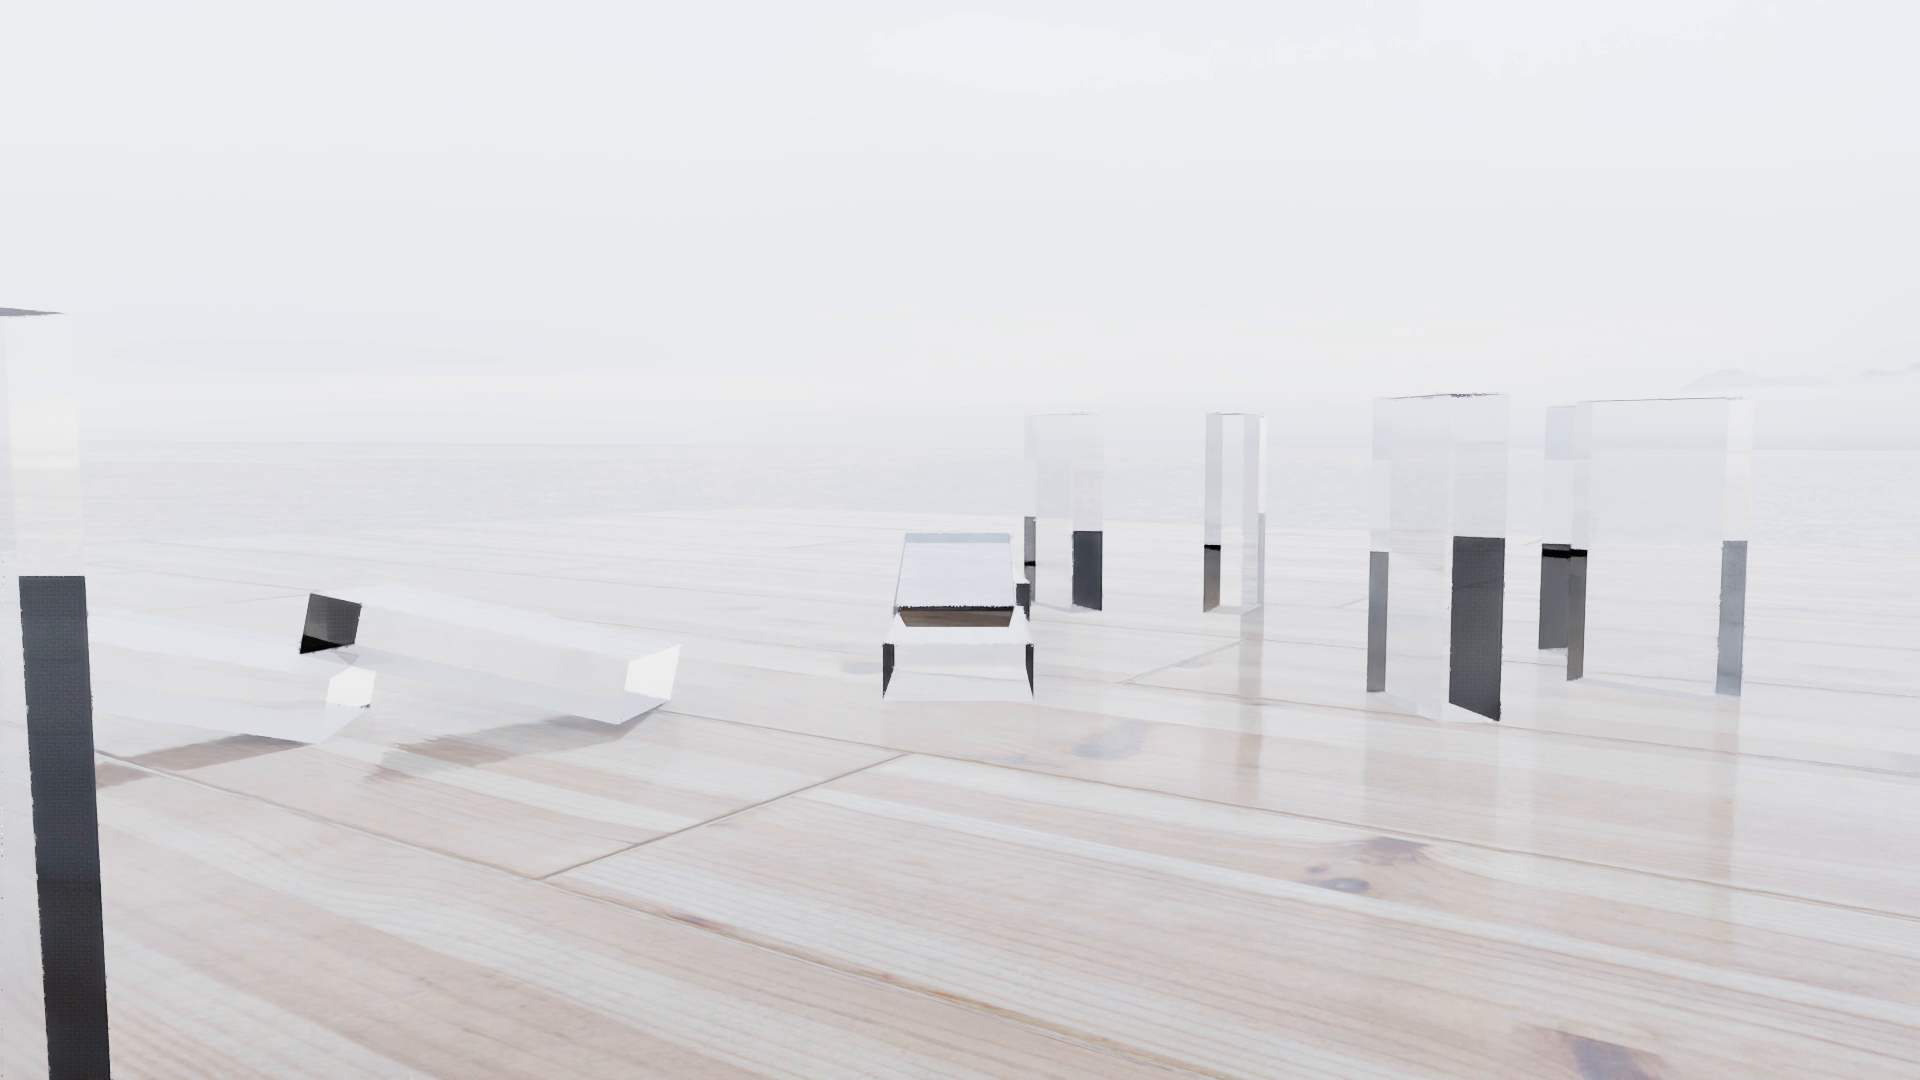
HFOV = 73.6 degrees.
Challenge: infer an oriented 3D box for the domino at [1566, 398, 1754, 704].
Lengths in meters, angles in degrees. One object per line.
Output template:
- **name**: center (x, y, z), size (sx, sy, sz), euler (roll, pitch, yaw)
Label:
- **domino**: center (0.120, 0.001, 0.221), size (0.010, 0.050, 0.025), euler (-3, 5, -37)

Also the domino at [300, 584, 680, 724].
- **domino**: center (-0.073, 0.017, 0.203), size (0.050, 0.009, 0.025), euler (12, 2, 5)

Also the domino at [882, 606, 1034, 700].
- **domino**: center (0.000, 0.020, 0.237), size (0.025, 0.009, 0.050), euler (0, 4, 1)

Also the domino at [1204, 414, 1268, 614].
- **domino**: center (0.071, -0.007, 0.331), size (0.010, 0.050, 0.025), euler (2, 5, 26)

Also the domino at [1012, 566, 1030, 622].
- **domino**: center (0.003, 0.013, 0.329), size (0.025, 0.010, 0.050), euler (0, 4, -3)

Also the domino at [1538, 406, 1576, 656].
- **domino**: center (0.133, -0.002, 0.263), size (0.025, 0.050, 0.010), euler (-1, 4, -17)

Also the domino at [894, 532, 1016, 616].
- **domino**: center (-0.001, 0.011, 0.287), size (0.025, 0.010, 0.050), euler (0, 18, 1)

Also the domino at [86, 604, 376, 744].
- **domino**: center (-0.116, 0.019, 0.190), size (0.050, 0.009, 0.025), euler (10, 2, -10)

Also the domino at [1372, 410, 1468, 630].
- **domino**: center (0.109, -0.005, 0.303), size (0.025, 0.050, 0.010), euler (-4, 6, -43)

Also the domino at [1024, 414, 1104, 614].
- **domino**: center (0.027, -0.008, 0.334), size (0.009, 0.050, 0.025), euler (-2, 5, -25)

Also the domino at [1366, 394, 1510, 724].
- **domino**: center (0.076, 0.002, 0.206), size (0.010, 0.050, 0.025), euler (-1, 4, -8)

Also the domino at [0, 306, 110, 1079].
- **domino**: center (-0.060, 0.013, 0.066), size (0.010, 0.050, 0.025), euler (1, 5, 18)
